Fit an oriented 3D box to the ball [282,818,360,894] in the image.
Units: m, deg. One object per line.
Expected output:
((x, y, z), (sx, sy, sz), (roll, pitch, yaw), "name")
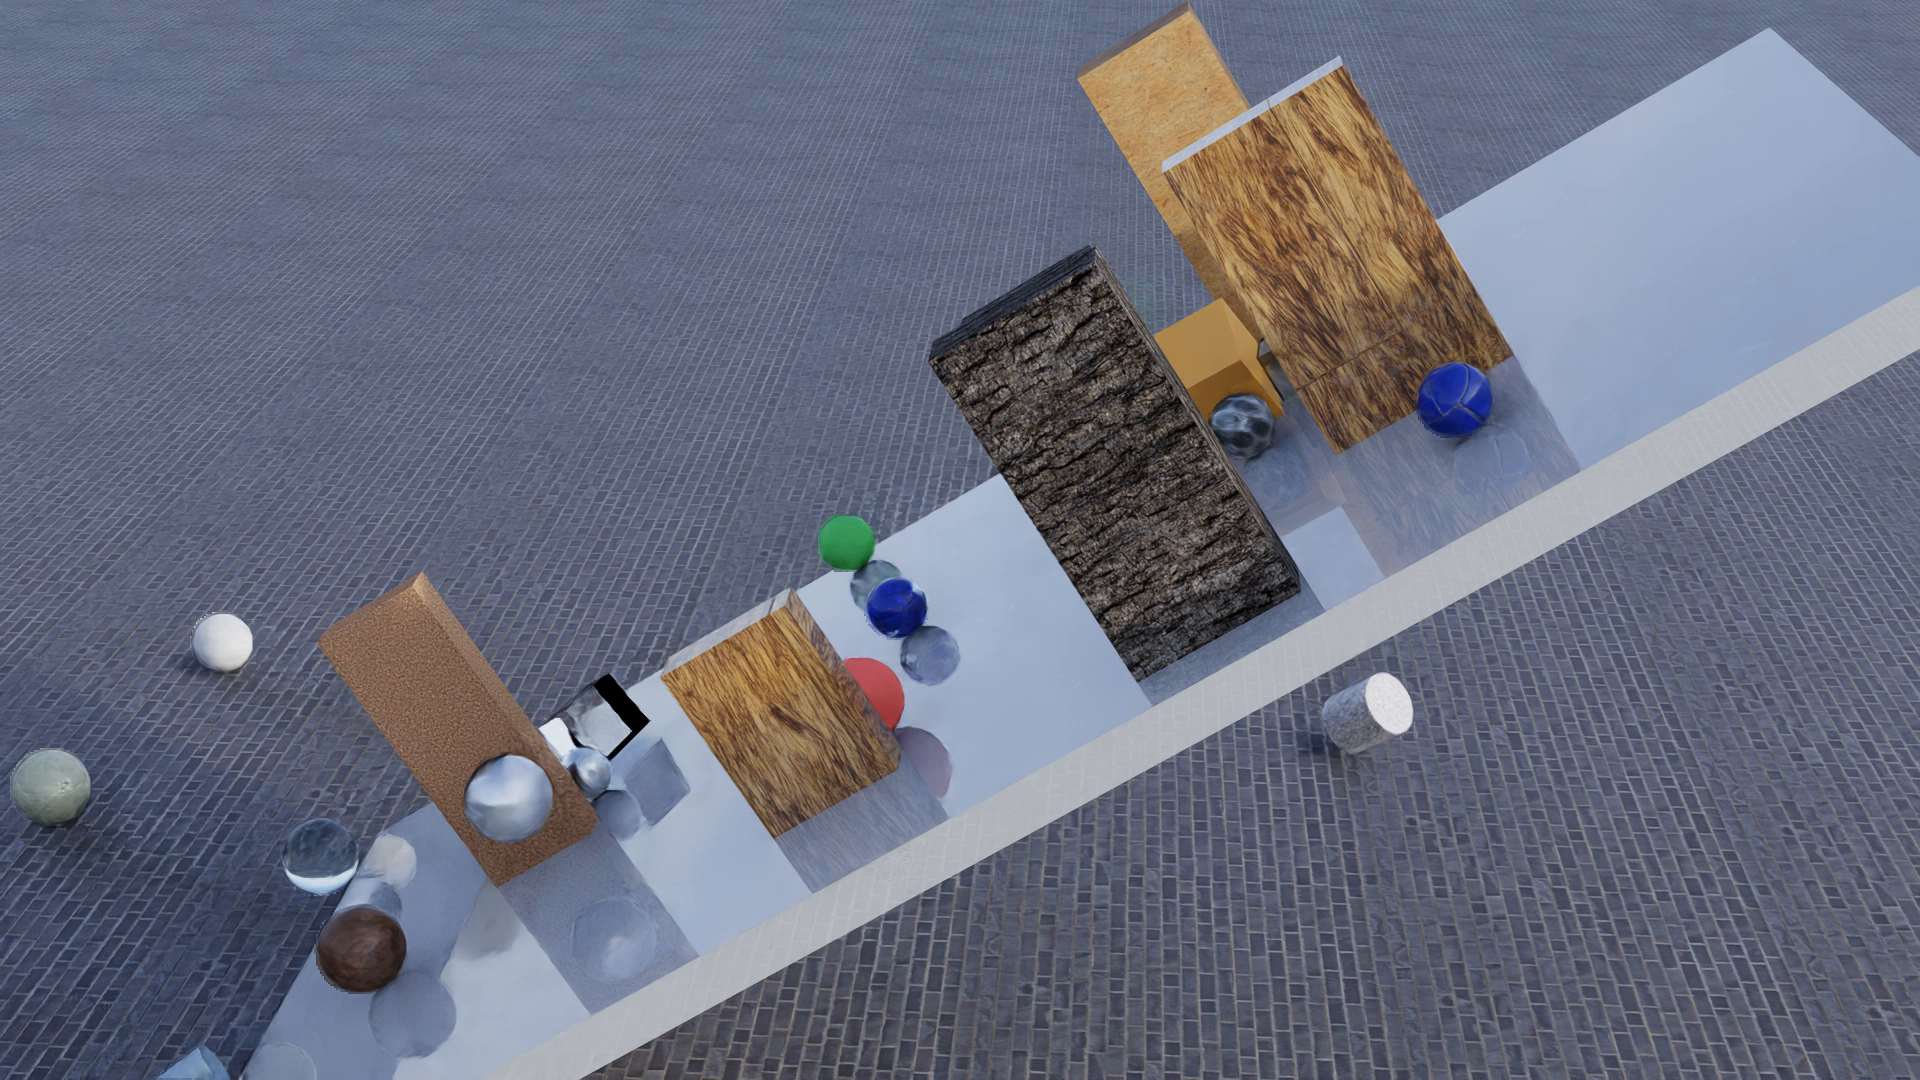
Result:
((-1.609, 0.795, 7.399), (0.191, 0.191, 0.191), (0, 20, 0), "ball")

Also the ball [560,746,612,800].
((-0.867, 0.539, 6.785), (0.126, 0.126, 0.126), (0, 20, 0), "ball")

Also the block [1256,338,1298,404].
((0.732, -0.394, 6.404), (0.122, 0.122, 0.122), (-28, 16, 18), "block")

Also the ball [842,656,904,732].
((-0.202, 0.327, 5.963), (0.179, 0.179, 0.179), (0, 20, 0), "ball")

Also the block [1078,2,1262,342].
((0.597, -0.820, 6.754), (0.290, 0.773, 0.142), (-30, 15, 13), "block")

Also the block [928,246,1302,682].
((0.285, -0.134, 5.345), (0.347, 0.718, 0.133), (-30, 15, 13), "block")

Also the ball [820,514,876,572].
((-0.276, 0.007, 7.208), (0.138, 0.138, 0.138), (0, 20, 0), "ball")

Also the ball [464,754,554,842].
((-0.983, 0.562, 6.409), (0.190, 0.190, 0.190), (0, 20, 0), "ball")

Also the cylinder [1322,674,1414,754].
((1.153, 0.491, 8.314), (0.179, 0.179, 0.179), (-20, -9, -43), "cylinder")

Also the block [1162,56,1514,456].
((0.746, -0.556, 5.803), (0.403, 0.674, 0.103), (-30, 15, 13), "block")

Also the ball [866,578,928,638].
((-0.139, 0.149, 6.481), (0.134, 0.134, 0.134), (0, 20, 0), "ball")

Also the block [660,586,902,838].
((-0.350, 0.341, 5.790), (0.294, 0.402, 0.105), (-30, 15, 13), "block")

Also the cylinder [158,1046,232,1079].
((-1.680, 1.190, 6.458), (0.114, 0.114, 0.114), (-37, 25, -2), "cylinder")

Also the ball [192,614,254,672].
((-2.235, 0.312, 8.921), (0.178, 0.178, 0.178), (0, 20, 0), "ball")

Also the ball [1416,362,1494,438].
((0.932, -0.265, 5.538), (0.141, 0.141, 0.141), (0, 20, 0), "ball")

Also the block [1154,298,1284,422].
((0.546, -0.351, 6.361), (0.201, 0.201, 0.201), (-29, 43, 18), "block")

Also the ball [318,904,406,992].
((-1.313, 0.896, 6.456), (0.192, 0.192, 0.192), (0, 20, 0), "ball")

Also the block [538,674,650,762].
((-0.871, 0.441, 7.002), (0.154, 0.154, 0.154), (-45, 9, -38), "block")

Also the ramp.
((0.141, 0.169, 6.291), (4.000, 0.100, 2.000), (-30, 15, 13), "ramp")

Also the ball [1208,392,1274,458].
((0.592, -0.241, 6.179), (0.138, 0.138, 0.138), (0, 20, 0), "ball")

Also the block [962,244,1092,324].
((0.272, -0.350, 6.504), (0.334, 0.490, 0.149), (-30, 15, 13), "block")

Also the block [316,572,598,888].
((-1.115, 0.426, 6.554), (0.263, 0.690, 0.093), (-30, 15, 13), "block")

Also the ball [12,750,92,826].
((-2.440, 0.665, 7.899), (0.203, 0.203, 0.203), (0, 20, 0), "ball")
